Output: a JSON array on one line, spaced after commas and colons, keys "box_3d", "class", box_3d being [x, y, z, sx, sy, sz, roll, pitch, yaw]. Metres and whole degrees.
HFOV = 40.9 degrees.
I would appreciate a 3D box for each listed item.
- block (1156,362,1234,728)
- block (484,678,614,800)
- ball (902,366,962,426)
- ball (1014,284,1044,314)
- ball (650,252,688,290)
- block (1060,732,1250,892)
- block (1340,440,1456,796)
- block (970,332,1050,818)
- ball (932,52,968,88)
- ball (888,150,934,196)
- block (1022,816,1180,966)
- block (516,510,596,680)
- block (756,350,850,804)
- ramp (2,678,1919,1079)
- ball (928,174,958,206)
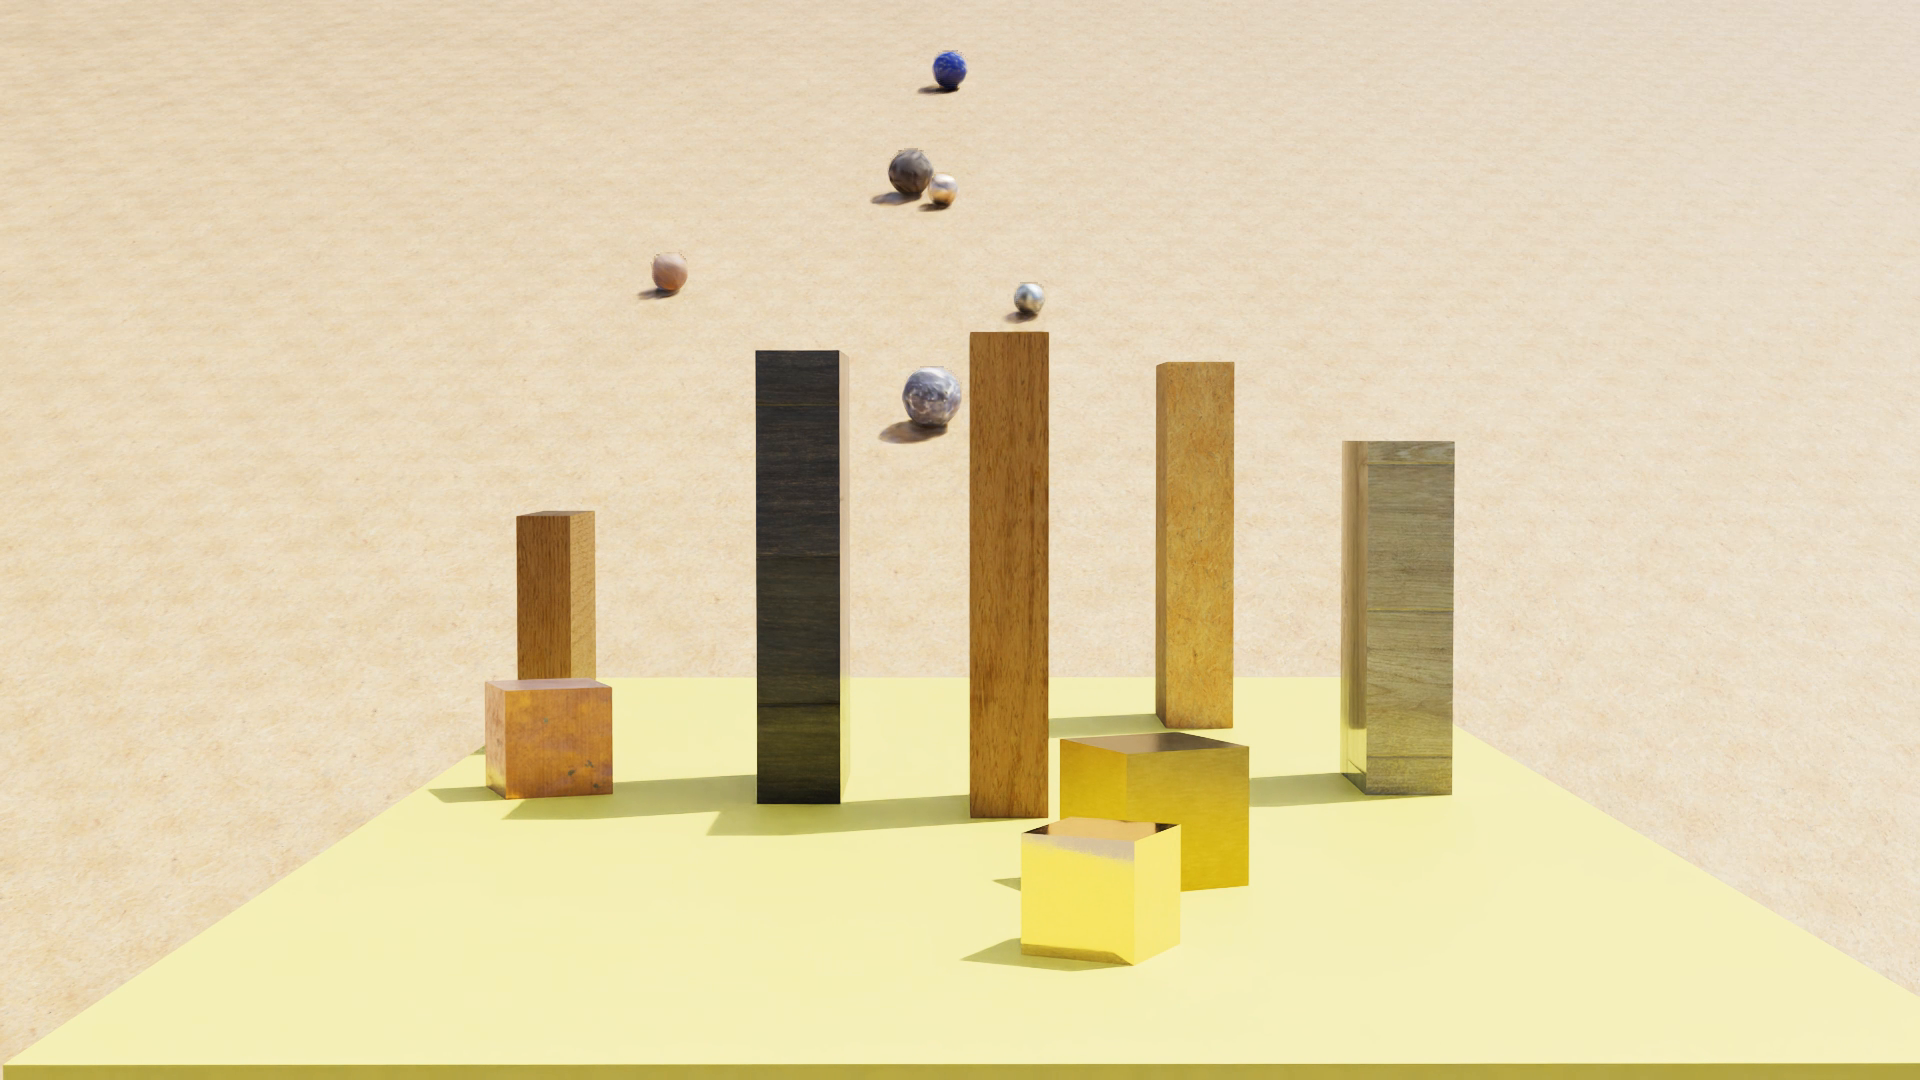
[{"box_3d": [0.503, 0.006, 5.541, 0.141, 0.770, 0.300, 0, 2, 0], "class": "block"}, {"box_3d": [-0.717, 0.343, 4.482, 0.185, 0.185, 0.185, -1, 3, -21], "class": "block"}, {"box_3d": [-0.092, -0.470, 8.441, 0.195, 0.195, 0.195, 0, 23, 0], "class": "ball"}, {"box_3d": [0.256, -0.892, 9.527, 0.117, 0.117, 0.117, 0, 23, 0], "class": "ball"}, {"box_3d": [-1.106, -1.021, 9.797, 0.142, 0.142, 0.142, 0, 23, 0], "class": "ball"}, {"box_3d": [0.268, 0.377, 3.575, 0.192, 0.192, 0.192, -1, 3, -26], "class": "block"}, {"box_3d": [0.770, 0.128, 4.550, 0.148, 0.607, 0.300, 0, 2, 0], "class": "block"}, {"box_3d": [0.079, 0.052, 4.275, 0.127, 0.783, 0.278, 0, 2, 0], "class": "block"}, {"box_3d": [-0.053, -2.350, 12.856, 0.179, 0.179, 0.179, 0, 23, 0], "class": "ball"}, {"box_3d": [-0.211, -1.574, 11.026, 0.191, 0.191, 0.191, 0, 23, 0], "class": "ball"}, {"box_3d": [0.171, 0.420, 3.099, 0.146, 0.146, 0.146, 1, 3, 26], "class": "block"}, {"box_3d": [-0.813, 0.176, 5.205, 0.105, 0.460, 0.348, 0, 2, 0], "class": "block"}, {"box_3d": [-0.271, 0.055, 4.493, 0.140, 0.759, 0.394, 0, 2, 0], "class": "block"}, {"box_3d": [0.053, 0.483, 4.539, 2.000, 0.100, 4.000, 0, 2, 0], "class": "ramp"}, {"box_3d": [-0.072, -1.482, 10.888, 0.131, 0.131, 0.131, 0, 23, 0], "class": "ball"}]
